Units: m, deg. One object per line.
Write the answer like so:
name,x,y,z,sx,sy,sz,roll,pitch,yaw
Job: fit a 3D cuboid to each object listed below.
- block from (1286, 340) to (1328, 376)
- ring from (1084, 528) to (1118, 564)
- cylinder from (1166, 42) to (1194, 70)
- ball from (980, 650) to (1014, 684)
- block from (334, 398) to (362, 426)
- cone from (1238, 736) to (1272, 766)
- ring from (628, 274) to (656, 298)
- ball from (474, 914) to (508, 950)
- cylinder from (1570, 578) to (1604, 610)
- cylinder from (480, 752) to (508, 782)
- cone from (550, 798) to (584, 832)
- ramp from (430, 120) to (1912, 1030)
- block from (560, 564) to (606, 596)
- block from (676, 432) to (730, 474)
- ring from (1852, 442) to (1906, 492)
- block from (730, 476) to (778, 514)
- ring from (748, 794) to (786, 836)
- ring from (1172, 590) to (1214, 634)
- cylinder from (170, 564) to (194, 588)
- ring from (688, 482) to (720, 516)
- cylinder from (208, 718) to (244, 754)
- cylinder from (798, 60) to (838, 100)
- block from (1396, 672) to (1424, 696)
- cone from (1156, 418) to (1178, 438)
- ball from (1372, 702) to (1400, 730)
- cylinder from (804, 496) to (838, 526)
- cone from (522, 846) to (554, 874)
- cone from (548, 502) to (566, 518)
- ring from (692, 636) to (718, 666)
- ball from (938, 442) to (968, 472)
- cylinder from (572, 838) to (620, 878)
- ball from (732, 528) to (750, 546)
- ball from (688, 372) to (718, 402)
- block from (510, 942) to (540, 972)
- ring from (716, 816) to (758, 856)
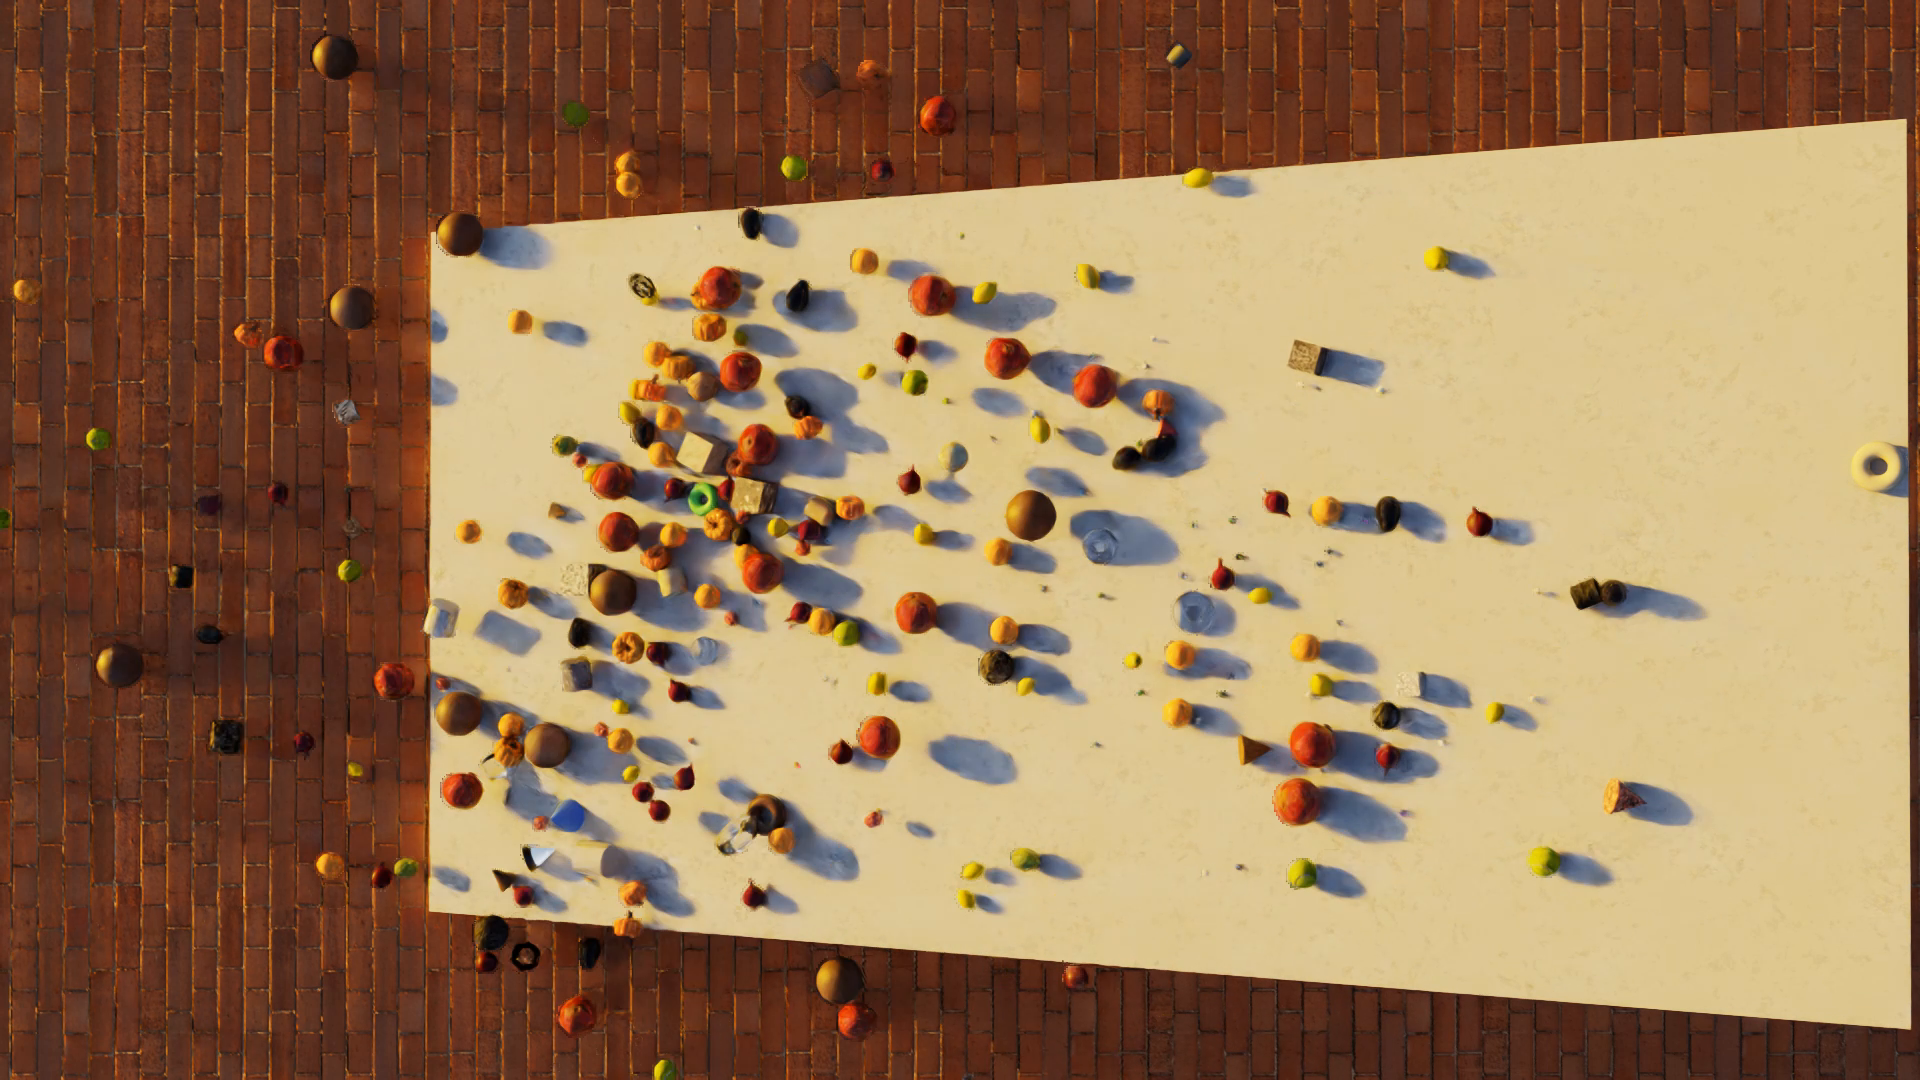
block,0.847,-0.444,5.358,0.069,0.069,0.069,18,97,23
ring,0.357,0.016,5.596,0.092,0.031,0.092,0,89,26
cylinder,0.577,-1.271,5.774,0.051,0.051,0.051,42,110,0
ball,0.095,0.328,5.678,0.089,0.089,0.089,0,89,0
block,-1.821,-0.379,6.539,0.055,0.055,0.055,-26,79,-8
cone,0.732,0.516,5.418,0.079,0.079,0.079,-4,89,-5
ring,-0.880,-0.702,6.086,0.080,0.080,0.027,28,54,0
ball,-1.350,1.130,6.335,0.099,0.099,0.099,0,89,0
cylinder,1.449,0.125,5.085,0.058,0.058,0.058,-24,89,22
cylinder,-1.342,0.655,6.339,0.060,0.060,0.060,-38,66,0
cone,-1.132,0.785,6.222,0.098,0.098,0.098,0,89,24
ramp,0.283,0.083,5.700,4.000,0.100,2.000,0,89,24
block,-1.062,0.113,6.203,0.090,0.090,0.090,-2,88,24
block,-0.708,-0.239,6.048,0.088,0.088,0.088,29,101,22
ring,2.023,-0.161,4.842,0.113,0.038,0.113,0,91,25
block,-0.558,-0.121,5.981,0.086,0.086,0.086,14,95,24
ring,-0.526,0.749,5.982,0.115,0.038,0.115,0,89,23
ring,0.583,0.181,5.489,0.109,0.036,0.109,-1,89,23
cylinder,-2.306,0.109,6.517,0.060,0.060,0.060,11,91,0
ring,-0.708,-0.112,6.078,0.094,0.031,0.094,-1,88,25
cylinder,-2.175,0.582,6.516,0.086,0.086,0.086,11,95,0
cylinder,-0.422,-1.368,6.540,0.091,0.091,0.091,-30,89,-1
block,1.076,0.343,5.254,0.055,0.055,0.055,-5,87,24
cone,0.527,-0.274,5.526,0.052,0.052,0.052,17,89,-1
ball,1.022,0.422,5.270,0.067,0.067,0.067,0,89,0
cylinder,-0.372,-0.078,5.907,0.063,0.063,0.063,34,89,19
cone,-1.197,0.897,6.282,0.085,0.085,0.085,-19,89,-4
cone,-1.145,-0.079,6.280,0.051,0.051,0.051,15,89,2
ring,-0.705,0.306,6.074,0.082,0.027,0.082,0,90,23
ball,-0.017,-0.213,5.657,0.076,0.076,0.076,0,89,0
cylinder,-1.023,0.894,6.172,0.096,0.096,0.096,7,89,24
ball,-0.599,-0.008,6.016,0.052,0.052,0.052,0,89,0
ball,-0.709,-0.423,6.053,0.083,0.083,0.083,0,89,0
block,-1.285,1.233,6.508,0.056,0.056,0.056,-16,132,25
ring,-0.600,0.797,5.937,0.131,0.131,0.044,-38,115,0
